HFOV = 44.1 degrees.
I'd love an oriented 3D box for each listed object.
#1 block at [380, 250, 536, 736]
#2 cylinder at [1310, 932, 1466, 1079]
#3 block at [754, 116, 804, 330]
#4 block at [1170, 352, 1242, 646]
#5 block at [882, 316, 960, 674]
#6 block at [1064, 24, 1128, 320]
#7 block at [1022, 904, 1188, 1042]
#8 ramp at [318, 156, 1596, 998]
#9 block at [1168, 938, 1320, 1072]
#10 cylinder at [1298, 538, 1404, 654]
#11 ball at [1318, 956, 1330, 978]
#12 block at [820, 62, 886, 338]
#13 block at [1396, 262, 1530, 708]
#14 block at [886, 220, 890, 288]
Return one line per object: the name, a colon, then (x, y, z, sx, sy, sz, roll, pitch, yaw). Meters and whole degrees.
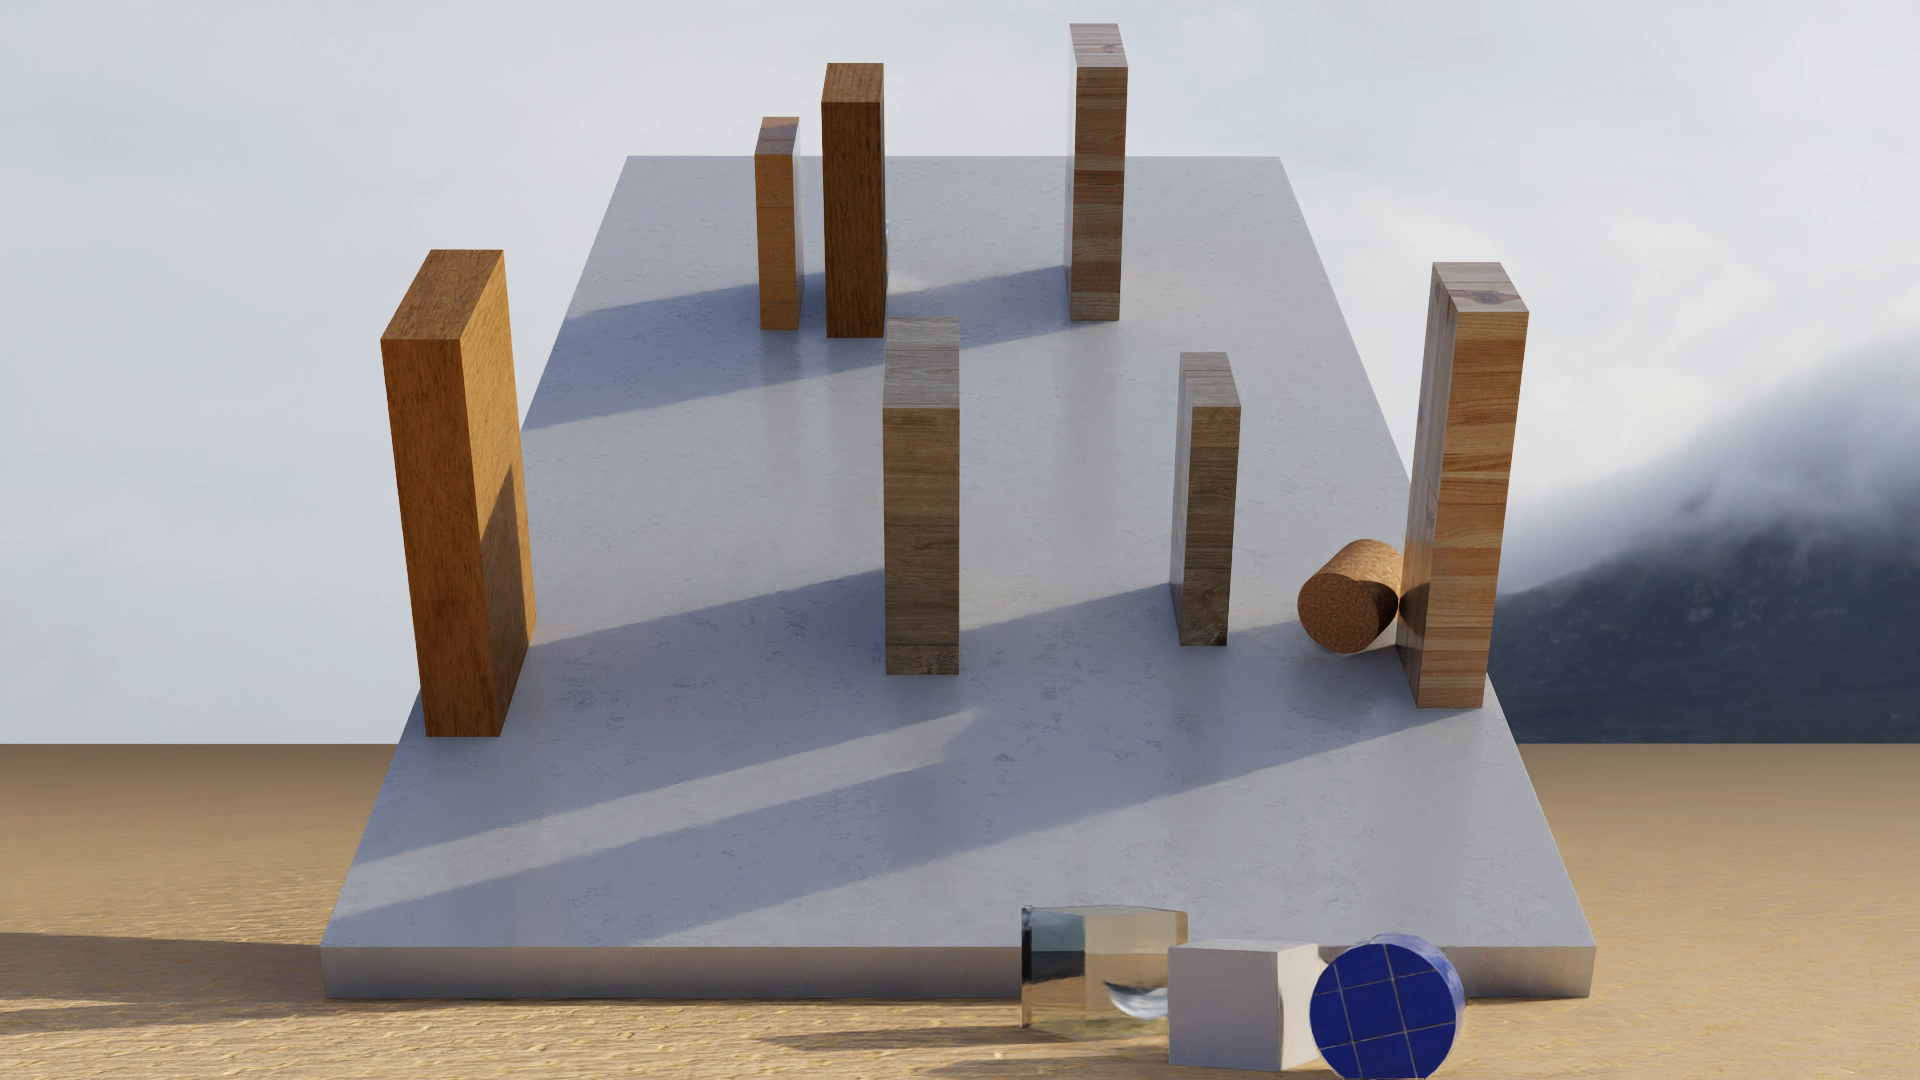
block: (-0.893, -0.086, 4.278, 0.132, 0.769, 0.431, 0, 27, 0)
cylinder: (0.518, 0.566, 2.863, 0.170, 0.170, 0.170, -1, -5, 15)
block: (-0.457, -0.808, 6.035, 0.094, 0.461, 0.313, 0, 27, 0)
block: (0.469, -0.079, 4.565, 0.089, 0.502, 0.261, 0, 27, 0)
block: (-0.071, -0.090, 4.533, 0.137, 0.547, 0.440, 0, 27, 0)
block: (0.345, -0.948, 6.095, 0.125, 0.662, 0.407, 0, 27, 0)
block: (0.202, 0.606, 3.336, 0.169, 0.169, 0.169, 3, -5, -29)
ramp: (-0.011, -0.226, 5.515, 2.000, 0.100, 4.000, 0, 27, 0)
block: (0.363, 0.592, 3.030, 0.147, 0.147, 0.147, -3, -5, 28)
cylinder: (0.763, 0.107, 4.568, 0.169, 0.169, 0.169, -4, 20, 37)
ball: (0.447, 0.613, 3.175, 0.129, 0.129, 0.129, 0, -5, 0)
block: (-0.264, -0.856, 5.971, 0.142, 0.607, 0.344, 0, 27, 0)
block: (0.900, -0.093, 4.288, 0.120, 0.780, 0.240, 0, 27, 0)
block: (-0.260, -0.760, 6.294, 0.142, 0.142, 0.142, 0, 27, 0)
